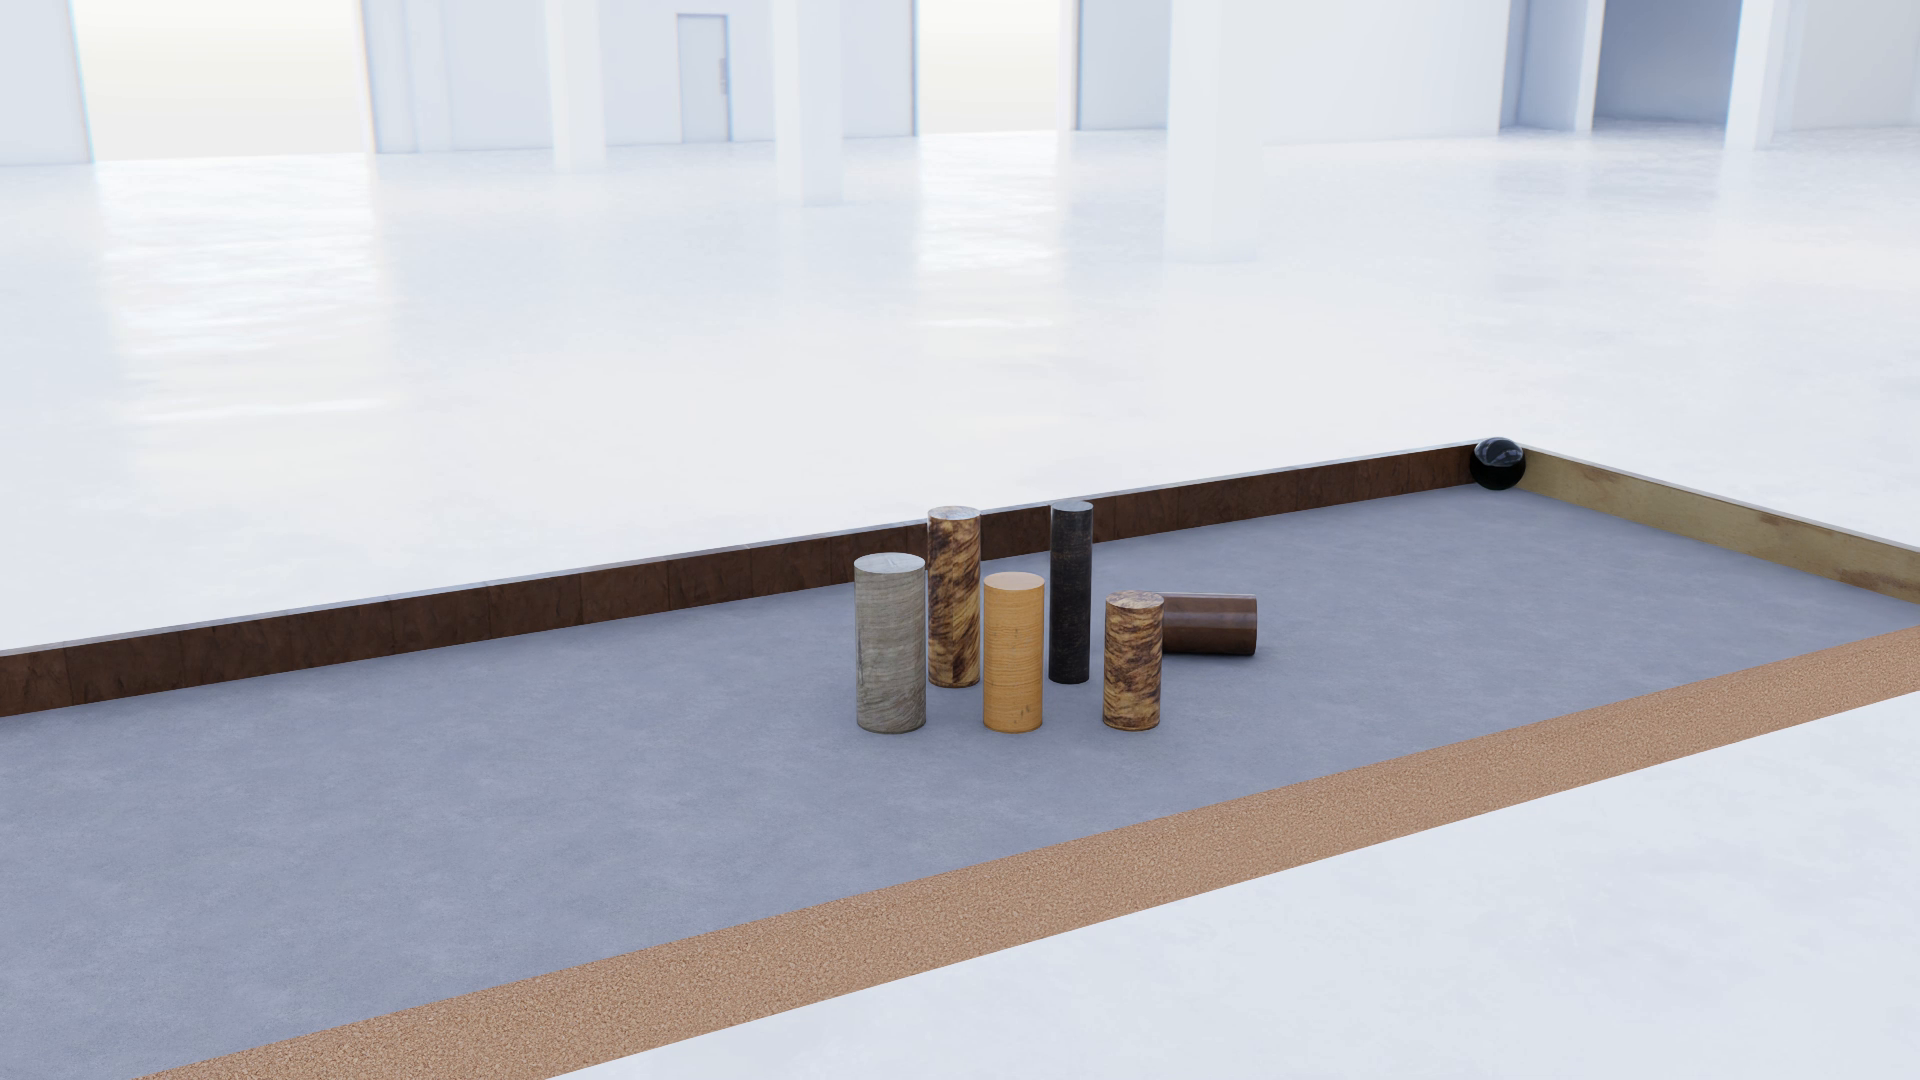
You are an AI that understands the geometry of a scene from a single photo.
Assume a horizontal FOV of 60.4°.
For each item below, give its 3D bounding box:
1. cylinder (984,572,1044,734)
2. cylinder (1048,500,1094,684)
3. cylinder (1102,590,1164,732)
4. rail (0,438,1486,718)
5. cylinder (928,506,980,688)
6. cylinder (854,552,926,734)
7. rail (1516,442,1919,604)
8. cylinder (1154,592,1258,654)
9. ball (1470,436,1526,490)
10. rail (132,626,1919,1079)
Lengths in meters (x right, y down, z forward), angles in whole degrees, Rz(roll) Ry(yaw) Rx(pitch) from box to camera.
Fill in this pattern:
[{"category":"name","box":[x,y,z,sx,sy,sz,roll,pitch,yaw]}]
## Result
[{"category":"cylinder","box":[0.125,0.262,3.843,0.140,0.350,0.140,0,16,0]},{"category":"cylinder","box":[0.275,0.131,4.111,0.104,0.449,0.104,0,16,0]},{"category":"cylinder","box":[0.405,0.282,3.859,0.134,0.302,0.134,0,16,0]},{"category":"rail","box":[-3.305,0.497,3.399,12.000,0.150,0.050,-9,18,-27]},{"category":"cylinder","box":[-0.015,0.142,4.100,0.131,0.436,0.131,0,16,0]},{"category":"cylinder","box":[-0.162,0.240,3.844,0.163,0.391,0.163,0,16,0]},{"category":"rail","box":[2.466,-0.048,5.253,0.050,0.150,2.100,-9,18,-27]},{"category":"cylinder","box":[0.601,0.217,4.335,0.340,0.159,0.159,1,16,5]},{"category":"ball","box":[1.937,-0.275,5.944,0.196,0.196,0.196,0,16,0]},{"category":"rail","box":[-2.336,1.006,1.665,12.000,0.150,0.050,-9,18,-27]}]
